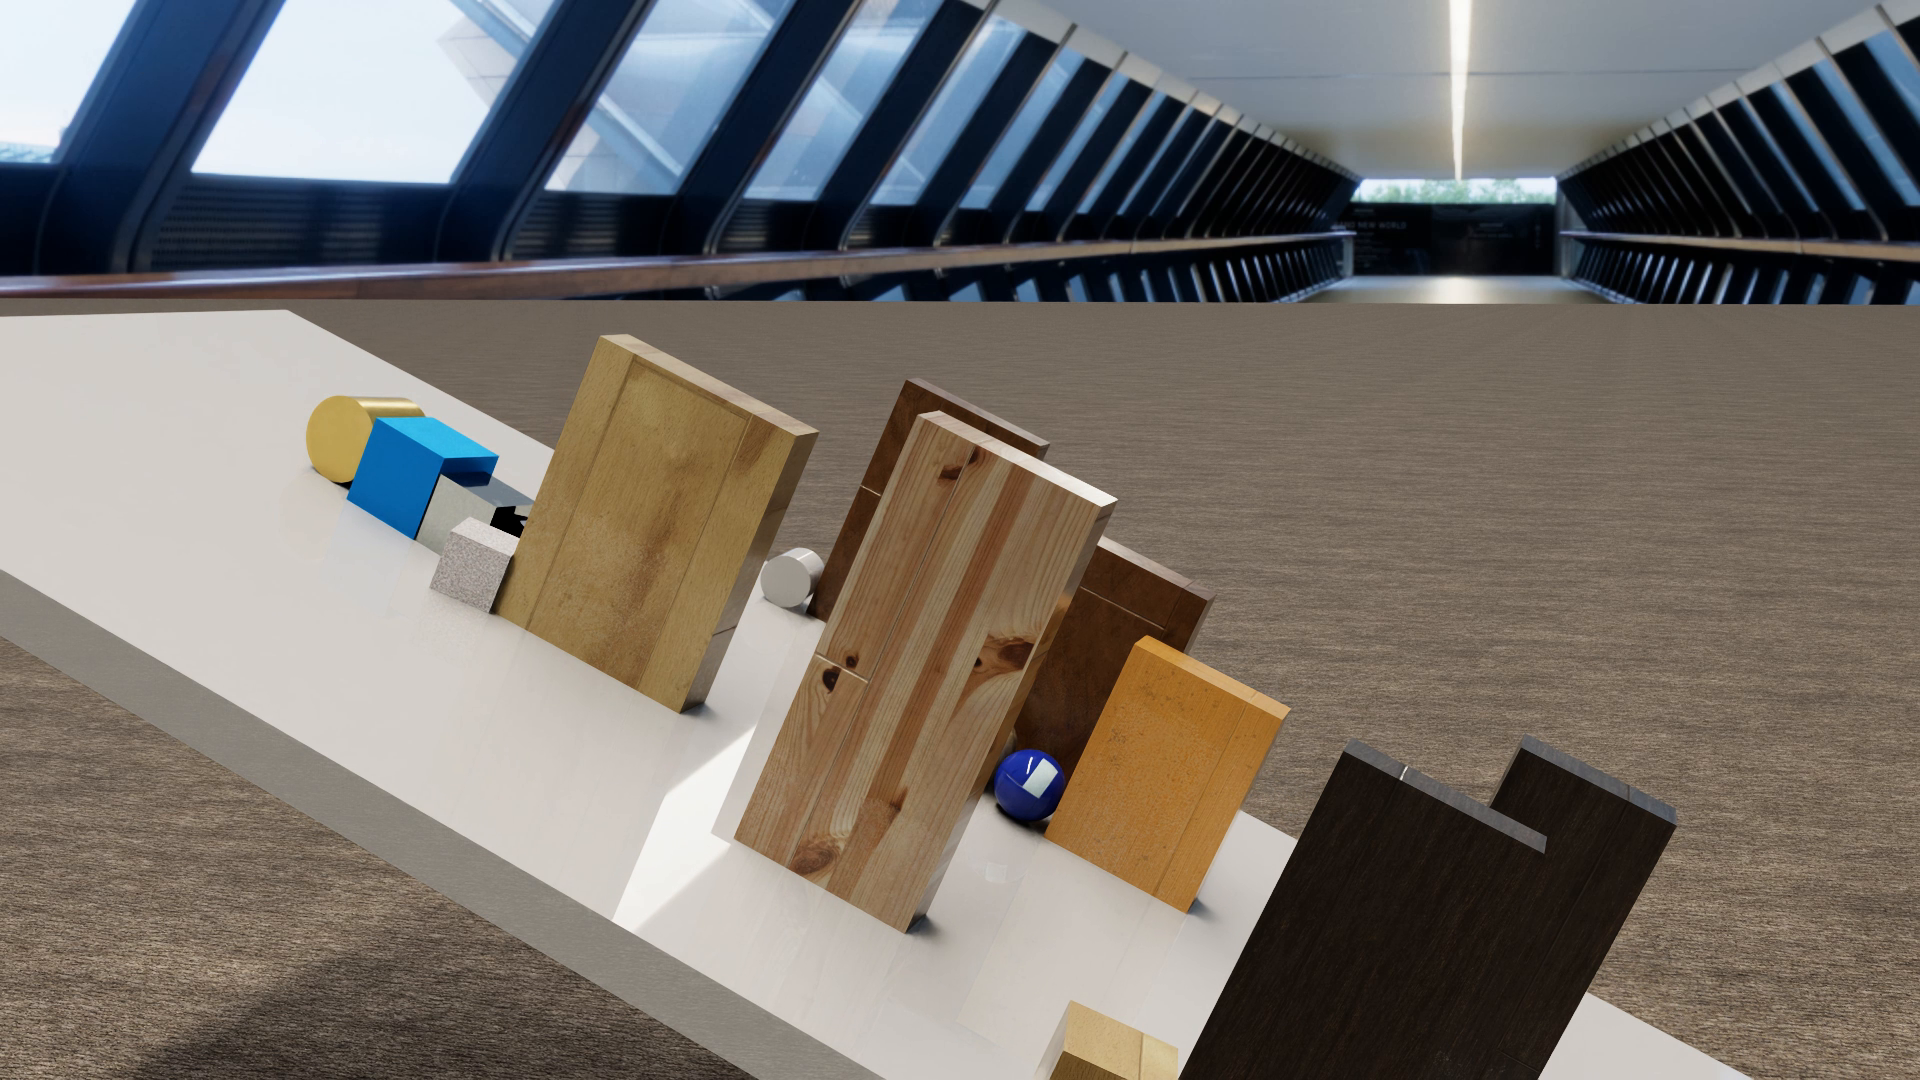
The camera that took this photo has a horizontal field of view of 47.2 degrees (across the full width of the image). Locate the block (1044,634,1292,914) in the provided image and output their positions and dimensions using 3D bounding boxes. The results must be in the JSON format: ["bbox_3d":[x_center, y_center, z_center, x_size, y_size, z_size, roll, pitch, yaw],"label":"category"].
[{"bbox_3d":[0.399,0.450,4.247,0.312,0.428,0.113,27,14,12],"label":"block"}]

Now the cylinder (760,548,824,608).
[{"bbox_3d":[-0.378,0.085,4.992,0.118,0.118,0.118,2,9,13],"label":"cylinder"}]

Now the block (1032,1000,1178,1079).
[{"bbox_3d":[0.195,0.794,3.121,0.171,0.171,0.171,24,13,1],"label":"block"}]

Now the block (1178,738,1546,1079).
[{"bbox_3d":[0.517,0.656,3.055,0.292,0.703,0.091,27,14,12],"label":"block"}]

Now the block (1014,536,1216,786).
[{"bbox_3d":[0.243,0.272,4.443,0.347,0.531,0.104,27,14,12],"label":"block"}]

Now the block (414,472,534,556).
[{"bbox_3d":[-0.962,-0.036,4.387,0.147,0.147,0.147,29,14,20],"label":"block"}]

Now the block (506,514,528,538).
[{"bbox_3d":[-0.825,0.045,4.348,0.129,0.129,0.129,14,16,-36],"label":"block"}]

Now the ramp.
[{"bbox_3d":[-0.272,0.466,4.175,4.000,0.100,2.000,27,14,12],"label":"ramp"}]

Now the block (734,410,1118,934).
[{"bbox_3d":[-0.062,0.216,3.587,0.330,0.781,0.115,27,14,12],"label":"block"}]

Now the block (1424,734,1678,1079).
[{"bbox_3d":[0.859,0.687,3.518,0.258,0.707,0.114,27,14,12],"label":"block"}]

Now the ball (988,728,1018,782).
[{"bbox_3d":[0.039,0.407,4.387,0.154,0.154,0.154,0,7,0],"label":"ball"}]

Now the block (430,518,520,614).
[{"bbox_3d":[-0.918,0.047,4.196,0.122,0.122,0.122,24,13,-2],"label":"block"}]

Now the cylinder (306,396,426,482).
[{"bbox_3d":[-1.221,-0.209,4.544,0.178,0.178,0.178,3,4,25],"label":"cylinder"}]

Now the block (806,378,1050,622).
[{"bbox_3d":[-0.075,-0.025,4.929,0.338,0.584,0.087,27,14,12],"label":"block"}]

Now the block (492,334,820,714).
[{"bbox_3d":[-0.574,-0.033,4.117,0.424,0.574,0.118,27,14,12],"label":"block"}]

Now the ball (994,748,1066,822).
[{"bbox_3d":[0.137,0.480,4.303,0.142,0.142,0.142,0,7,0],"label":"ball"}]

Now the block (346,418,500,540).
[{"bbox_3d":[-1.086,-0.127,4.450,0.181,0.181,0.181,29,14,20],"label":"block"}]
